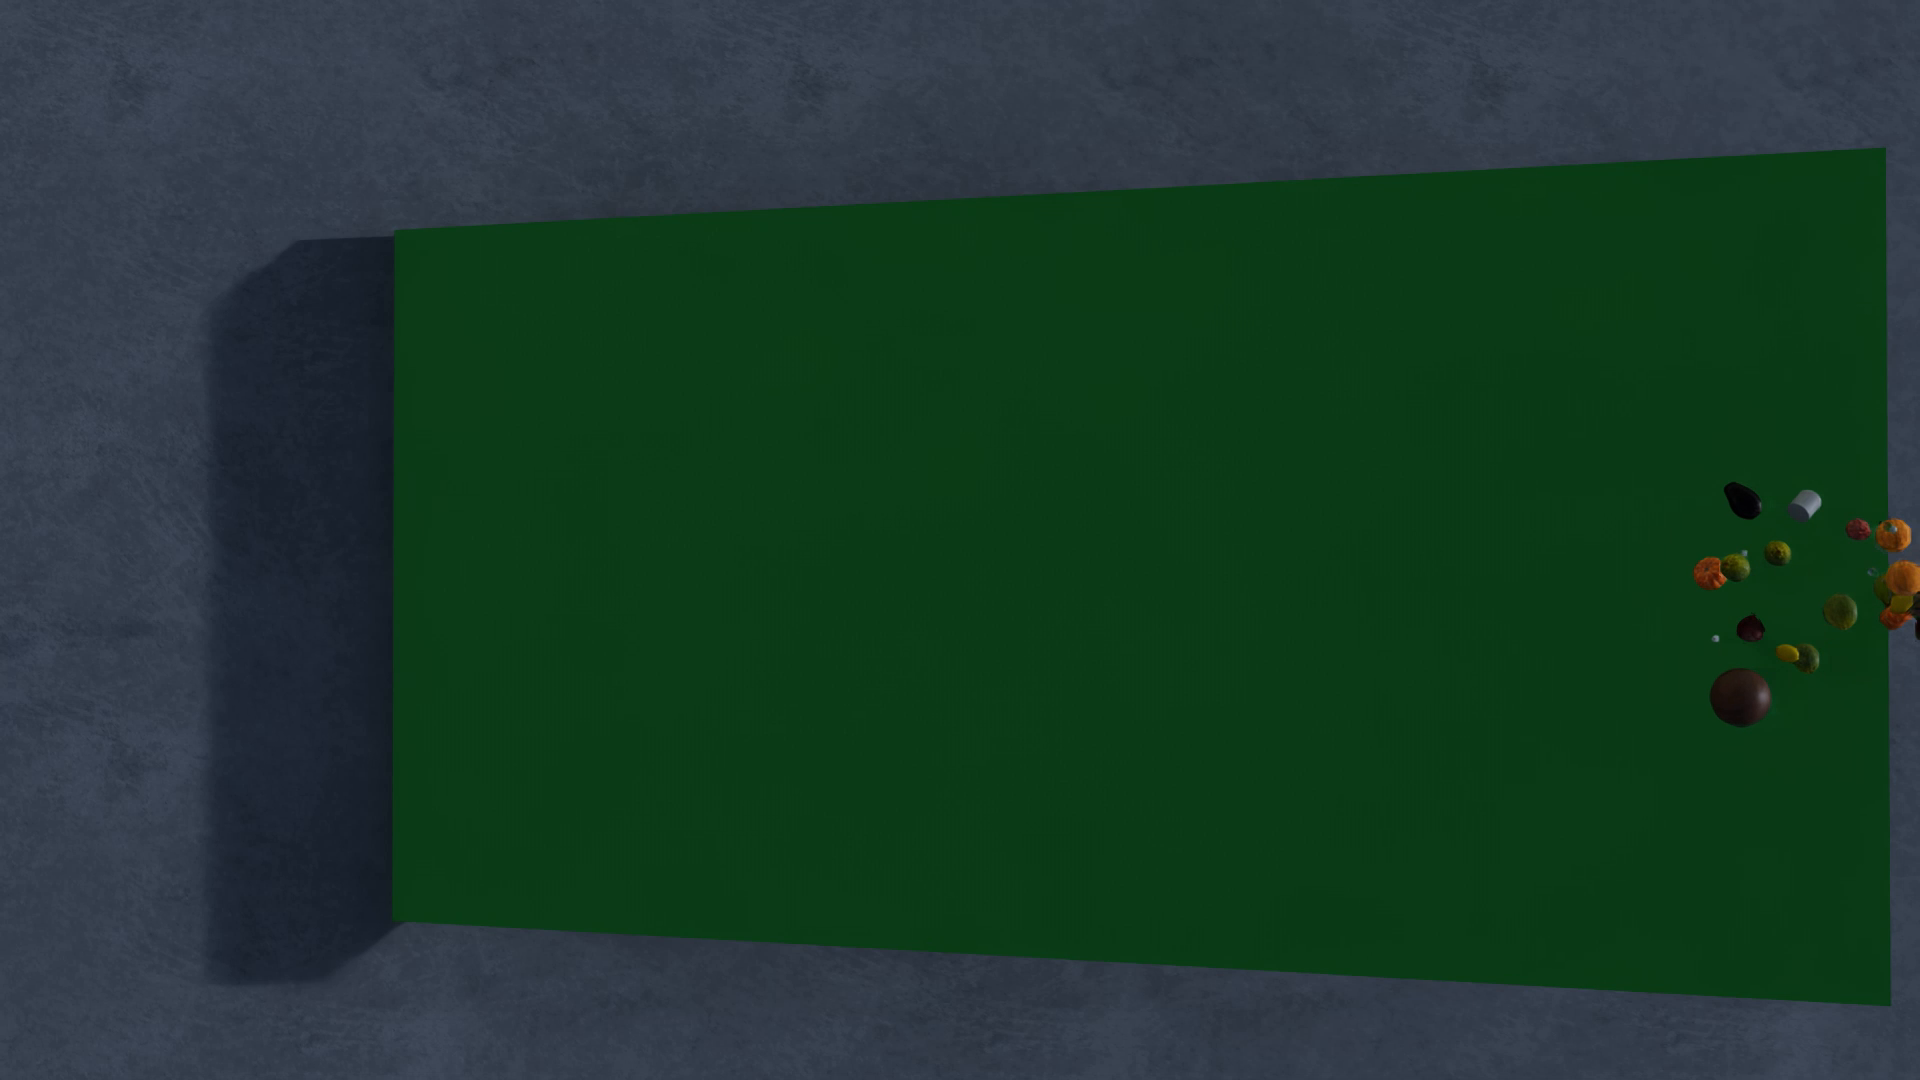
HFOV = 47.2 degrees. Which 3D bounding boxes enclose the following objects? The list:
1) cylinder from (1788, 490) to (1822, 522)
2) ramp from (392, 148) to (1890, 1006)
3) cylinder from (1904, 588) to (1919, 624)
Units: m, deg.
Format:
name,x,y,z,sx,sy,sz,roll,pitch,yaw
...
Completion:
name,x,y,z,sx,sy,sz,roll,pitch,yaw
cylinder,1.896,-0.076,4.936,0.053,0.053,0.053,48,65,1
ramp,0.276,0.092,5.790,4.000,0.100,2.000,0,89,18
cylinder,2.114,0.149,4.792,0.076,0.076,0.076,42,89,-9
